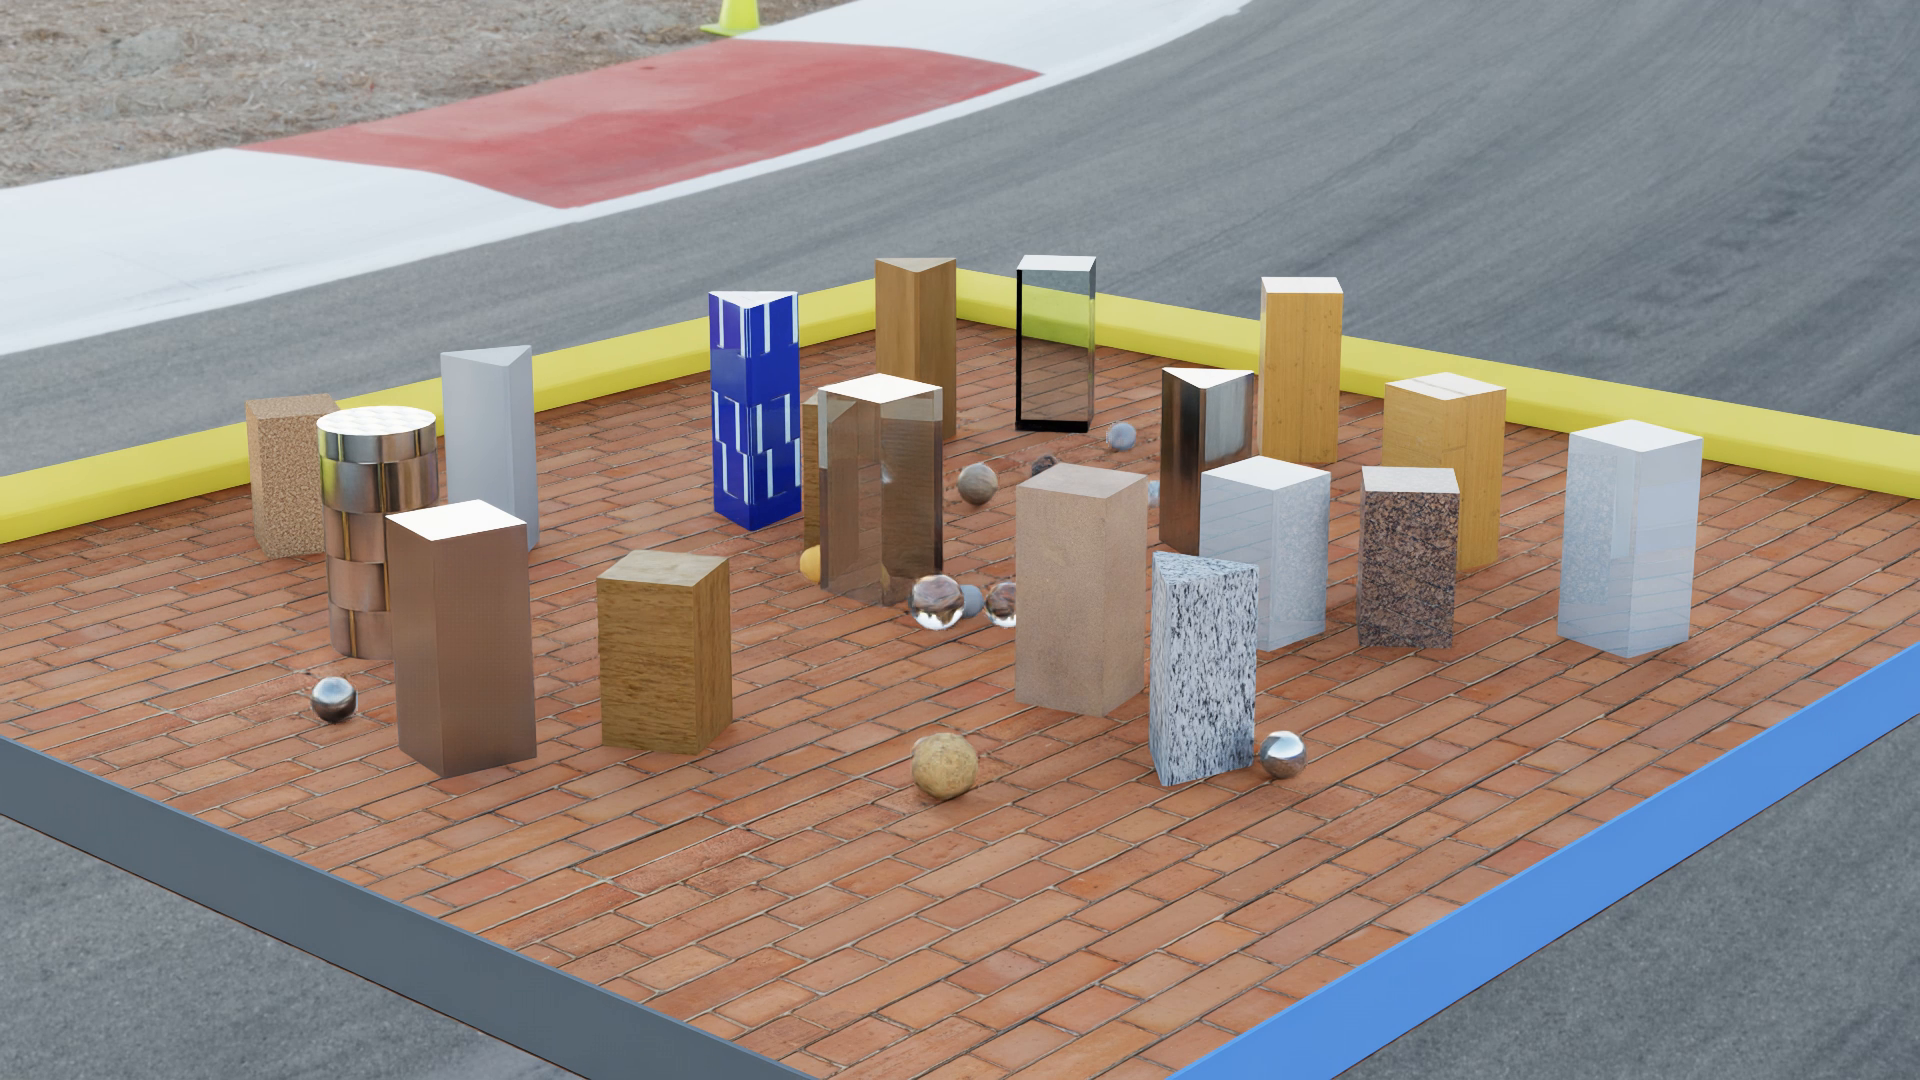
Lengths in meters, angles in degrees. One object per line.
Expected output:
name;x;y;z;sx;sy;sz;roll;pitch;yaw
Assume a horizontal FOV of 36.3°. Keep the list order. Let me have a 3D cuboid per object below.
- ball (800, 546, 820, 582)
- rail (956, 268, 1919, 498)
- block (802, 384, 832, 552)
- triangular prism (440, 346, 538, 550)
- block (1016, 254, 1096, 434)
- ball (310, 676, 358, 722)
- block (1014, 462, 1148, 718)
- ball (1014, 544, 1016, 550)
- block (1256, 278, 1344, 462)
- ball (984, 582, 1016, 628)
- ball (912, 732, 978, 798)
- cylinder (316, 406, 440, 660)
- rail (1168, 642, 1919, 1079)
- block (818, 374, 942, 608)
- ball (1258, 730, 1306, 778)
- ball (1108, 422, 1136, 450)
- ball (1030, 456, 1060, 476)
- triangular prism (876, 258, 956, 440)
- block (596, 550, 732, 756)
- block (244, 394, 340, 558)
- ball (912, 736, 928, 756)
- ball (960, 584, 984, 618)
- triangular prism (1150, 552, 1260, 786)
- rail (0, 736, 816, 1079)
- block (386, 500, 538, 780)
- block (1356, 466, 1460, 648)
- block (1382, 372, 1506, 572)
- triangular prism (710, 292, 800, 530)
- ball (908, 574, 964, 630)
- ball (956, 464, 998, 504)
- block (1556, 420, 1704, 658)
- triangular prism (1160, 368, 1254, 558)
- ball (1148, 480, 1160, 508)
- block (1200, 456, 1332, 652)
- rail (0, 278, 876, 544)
ball;-0.251;0.043;5.180;0.066;0.066;0.066;0;17;0
rail;1.079;-0.329;6.311;3.059;0.123;0.045;14;22;39
block;-0.189;-0.120;5.333;0.152;0.291;0.152;4;17;14
triangular prism;-0.826;-0.161;5.336;0.165;0.369;0.142;12;21;35
block;0.203;-0.416;6.215;0.152;0.348;0.152;2;17;7
ball;-0.963;0.245;4.507;0.070;0.070;0.070;0;17;0
block;0.189;0.076;4.577;0.152;0.353;0.152;9;19;27
ball;0.144;0.013;5.223;0.093;0.093;0.093;0;17;0
block;0.692;-0.348;5.984;0.152;0.351;0.152;0;17;2
ball;0.081;0.109;4.945;0.078;0.078;0.078;0;17;0
ball;-0.021;0.323;4.205;0.095;0.095;0.095;0;17;0
cylinder;-0.950;-0.013;4.826;0.190;0.380;0.190;0;17;0
rail;1.137;0.316;4.176;0.045;0.123;3.340;14;22;39
block;-0.137;-0.088;5.101;0.152;0.364;0.152;15;23;41
ball;0.472;0.313;4.283;0.070;0.070;0.070;0;17;0
ball;0.335;-0.212;6.043;0.058;0.058;0.058;0;17;0
ball;0.172;-0.135;5.774;0.064;0.064;0.064;0;17;0
triangular prism;-0.070;-0.393;6.089;0.142;0.376;0.165;-10;20;-30
block;-0.444;0.168;4.426;0.152;0.265;0.152;5;17;16
block;-1.215;-0.119;5.383;0.152;0.261;0.152;-7;18;-21
ball;-0.048;0.312;4.329;0.045;0.045;0.045;0;17;0
ball;0.011;0.105;4.992;0.059;0.059;0.059;0;17;0
triangular prism;0.326;0.180;4.312;0.165;0.307;0.142;-11;20;-32
rail;-1.079;0.390;3.931;3.059;0.123;0.045;14;22;39
block;-0.736;0.145;4.331;0.152;0.364;0.152;-12;20;-34
block;0.744;0.028;4.886;0.152;0.267;0.152;1;17;5
block;0.867;-0.121;5.281;0.152;0.323;0.152;-11;20;-33
triangular prism;-0.409;-0.251;5.535;0.142;0.426;0.165;10;19;29
ball;-0.039;0.104;4.932;0.095;0.095;0.095;0;17;0
ball;0.034;-0.108;5.658;0.080;0.080;0.080;0;17;0
block;1.107;-0.004;4.848;0.152;0.350;0.152;-12;21;-35
triangular prism;0.427;-0.145;5.358;0.142;0.325;0.165;13;21;36
ball;0.376;-0.088;5.637;0.054;0.054;0.054;0;17;0
block;0.507;0.021;4.892;0.152;0.277;0.152;16;23;42
rail;-1.137;-0.255;6.066;0.045;0.123;3.340;14;22;39
